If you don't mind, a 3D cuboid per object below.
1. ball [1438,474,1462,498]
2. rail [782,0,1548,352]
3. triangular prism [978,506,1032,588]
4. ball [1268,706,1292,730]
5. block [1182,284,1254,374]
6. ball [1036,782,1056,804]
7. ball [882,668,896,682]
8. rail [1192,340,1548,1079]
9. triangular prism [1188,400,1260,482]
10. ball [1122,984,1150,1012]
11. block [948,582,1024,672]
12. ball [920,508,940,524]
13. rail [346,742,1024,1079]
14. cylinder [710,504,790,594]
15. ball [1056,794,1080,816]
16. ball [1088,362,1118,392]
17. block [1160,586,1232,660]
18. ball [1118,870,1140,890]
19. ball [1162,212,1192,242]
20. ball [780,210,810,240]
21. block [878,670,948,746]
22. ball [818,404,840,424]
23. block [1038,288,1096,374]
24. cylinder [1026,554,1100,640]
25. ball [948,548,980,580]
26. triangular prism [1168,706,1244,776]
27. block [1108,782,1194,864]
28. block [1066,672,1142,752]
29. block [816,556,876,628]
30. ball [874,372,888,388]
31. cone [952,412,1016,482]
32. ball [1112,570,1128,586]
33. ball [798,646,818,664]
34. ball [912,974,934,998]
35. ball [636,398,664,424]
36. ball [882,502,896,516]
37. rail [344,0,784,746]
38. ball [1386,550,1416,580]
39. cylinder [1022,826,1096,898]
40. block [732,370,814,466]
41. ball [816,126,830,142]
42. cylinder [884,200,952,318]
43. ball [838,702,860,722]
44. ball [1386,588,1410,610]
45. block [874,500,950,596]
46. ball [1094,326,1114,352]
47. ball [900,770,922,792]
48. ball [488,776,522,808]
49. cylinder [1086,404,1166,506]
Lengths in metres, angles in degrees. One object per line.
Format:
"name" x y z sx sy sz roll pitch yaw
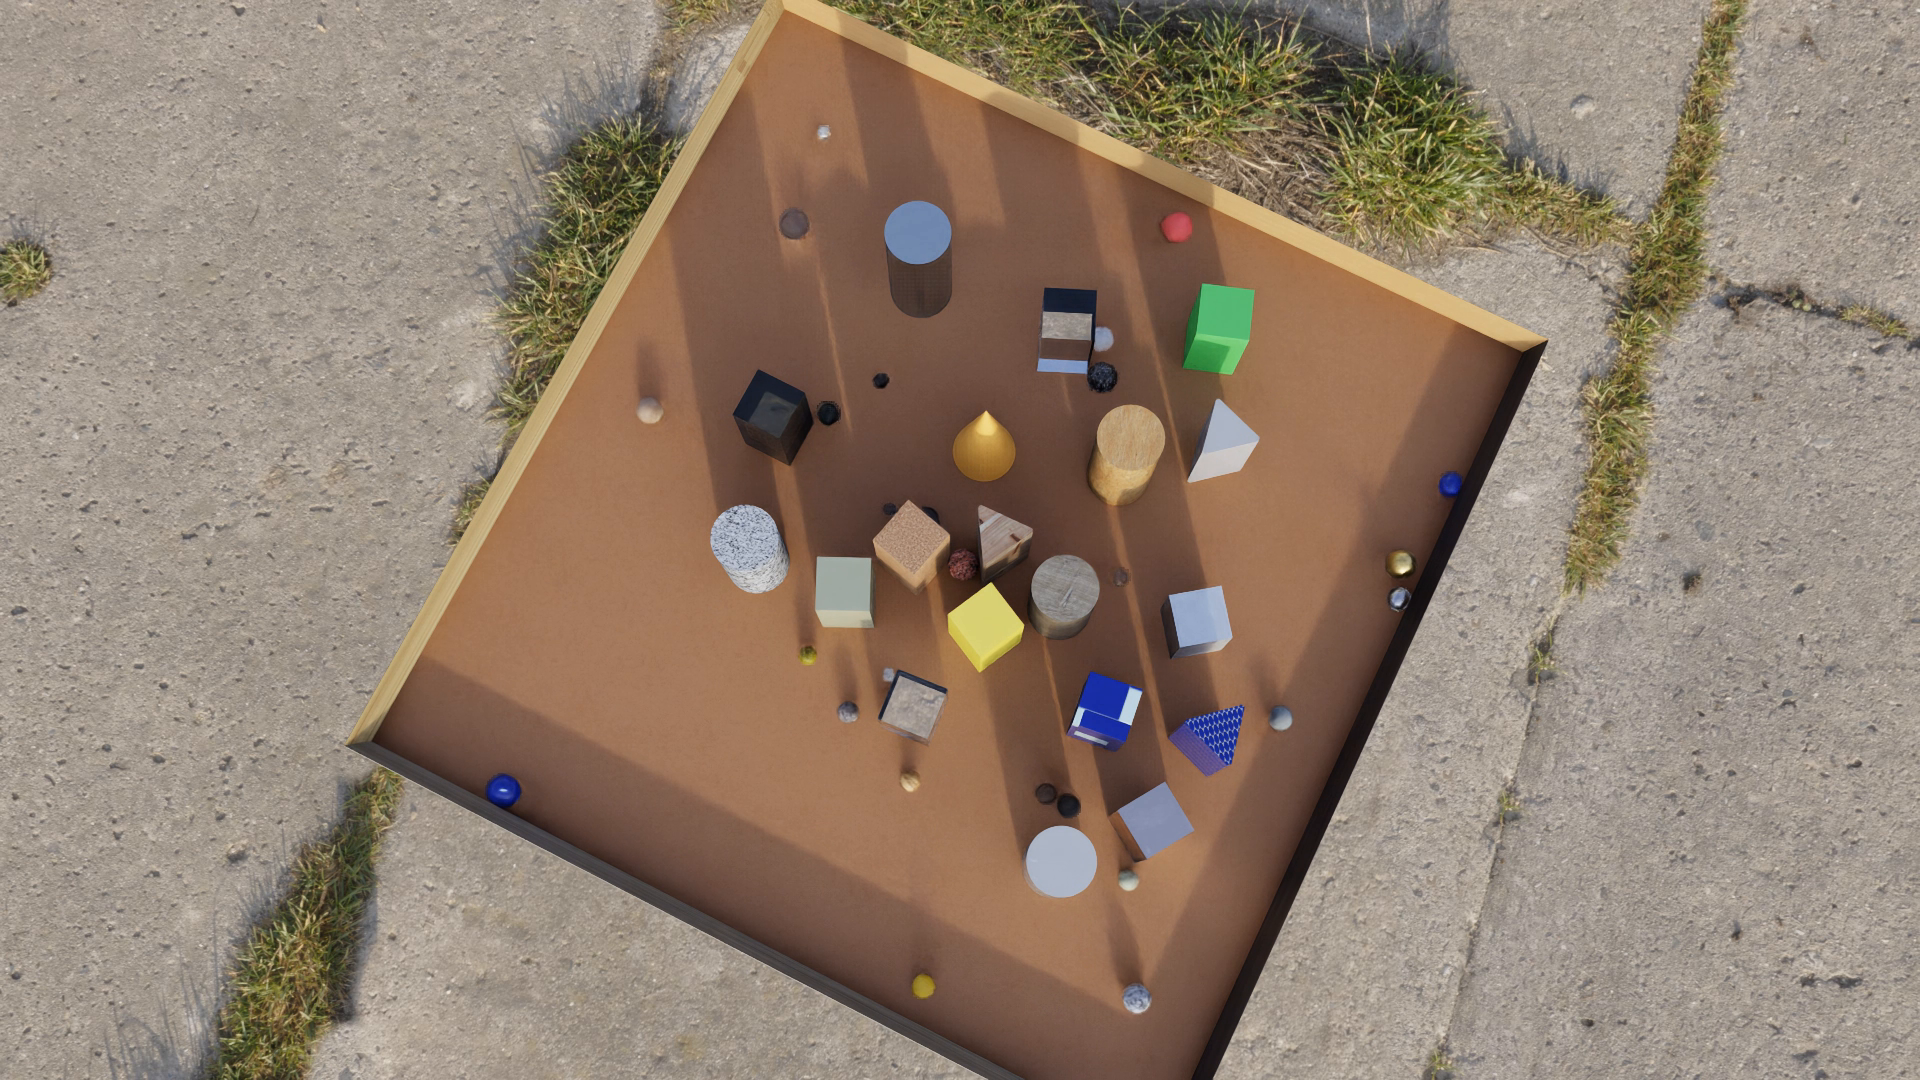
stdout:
"ball" 1.503 -0.166 5.614 0.073 0.073 0.073 0 78 0
"rail" 0.599 -1.167 5.792 2.674 0.127 0.045 26 80 5
"triangular prism" 0.097 0.000 5.419 0.169 0.386 0.146 -34 80 -7
"ball" 0.956 0.534 5.469 0.072 0.072 0.072 0 78 0
"block" 0.783 -0.637 5.570 0.156 0.349 0.156 8 78 2
"ball" 0.255 0.750 5.429 0.063 0.063 0.063 0 78 0
"ball" -0.213 0.408 5.511 0.041 0.041 0.041 0 78 0
"rail" 1.175 0.582 5.430 0.045 0.127 2.727 26 80 5
"triangular prism" 0.768 -0.305 5.496 0.169 0.359 0.146 -14 79 -3
"ball" 0.510 1.325 5.300 0.082 0.082 0.082 0 78 0
"block" 0.074 0.261 5.395 0.156 0.327 0.156 -36 81 -7
"ball" -0.102 -0.062 5.591 0.076 0.076 0.076 0 78 0
"rail" -0.599 1.180 5.307 2.674 0.127 0.045 26 80 5
"cylinder" -0.618 0.031 5.426 0.195 0.360 0.195 0 78 0
"ball" 0.320 0.784 5.419 0.069 0.069 0.069 0 78 0
"ball" 0.441 -0.504 5.673 0.094 0.094 0.094 0 78 0
"block" 0.699 0.247 5.438 0.156 0.249 0.156 -10 78 -2
"ball" 0.495 0.998 5.379 0.061 0.061 0.061 0 78 0
"ball" 0.683 -0.984 5.772 0.095 0.095 0.095 0 78 0
"ball" -0.520 -0.992 5.774 0.094 0.094 0.094 0 78 0
"block" -0.136 0.496 5.391 0.156 0.241 0.156 22 79 4
"ball" -0.406 -0.389 5.663 0.067 0.067 0.067 0 78 0
"block" 0.324 -0.634 5.576 0.156 0.335 0.156 3 78 1
"cylinder" 0.301 0.173 5.401 0.195 0.353 0.195 0 78 0
"ball" 0.011 0.074 5.551 0.097 0.097 0.097 0 78 0
"triangular prism" 0.734 0.554 5.280 0.146 0.435 0.169 -44 82 -8
"block" 0.544 0.814 5.264 0.156 0.361 0.156 -30 80 -6
"block" 0.418 0.504 5.337 0.156 0.344 0.156 19 79 4
"block" -0.336 0.158 5.425 0.156 0.310 0.156 1 78 0
"ball" -0.244 -0.497 5.696 0.047 0.047 0.047 0 78 0
"cone" 0.075 -0.322 5.448 0.195 0.460 0.195 0 78 0
"ball" 0.488 0.115 5.568 0.049 0.049 0.049 0 78 0
"ball" -0.459 0.346 5.516 0.057 0.057 0.057 0 78 0
"ball" -0.106 1.293 5.315 0.066 0.066 0.066 0 78 0
"ball" -0.957 -0.399 5.658 0.081 0.081 0.081 0 78 0
"ball" -0.216 -0.095 5.616 0.040 0.040 0.040 0 78 0
"rail" -1.175 -0.568 5.668 0.045 0.127 2.727 26 80 5
"ball" 1.336 0.075 5.553 0.093 0.093 0.093 0 78 0
"cylinder" 0.280 0.923 5.231 0.195 0.380 0.195 0 78 0
"block" -0.559 -0.365 5.520 0.156 0.337 0.156 27 80 5
"ball" -0.436 -1.299 5.862 0.045 0.045 0.045 0 78 0
"cylinder" -0.122 -0.842 5.544 0.195 0.483 0.195 0 78 0
"ball" -0.333 0.514 5.477 0.064 0.064 0.064 0 78 0
"ball" 1.327 0.178 5.544 0.071 0.071 0.071 0 78 0
"block" -0.140 0.028 5.426 0.156 0.362 0.156 40 81 8
"ball" 0.442 -0.625 5.706 0.078 0.078 0.078 0 78 0
"ball" -0.147 0.715 5.436 0.063 0.063 0.063 0 78 0
"ball" -1.346 0.743 5.414 0.096 0.096 0.096 0 78 0
"cylinder" 0.487 -0.246 5.440 0.195 0.446 0.195 0 78 0
